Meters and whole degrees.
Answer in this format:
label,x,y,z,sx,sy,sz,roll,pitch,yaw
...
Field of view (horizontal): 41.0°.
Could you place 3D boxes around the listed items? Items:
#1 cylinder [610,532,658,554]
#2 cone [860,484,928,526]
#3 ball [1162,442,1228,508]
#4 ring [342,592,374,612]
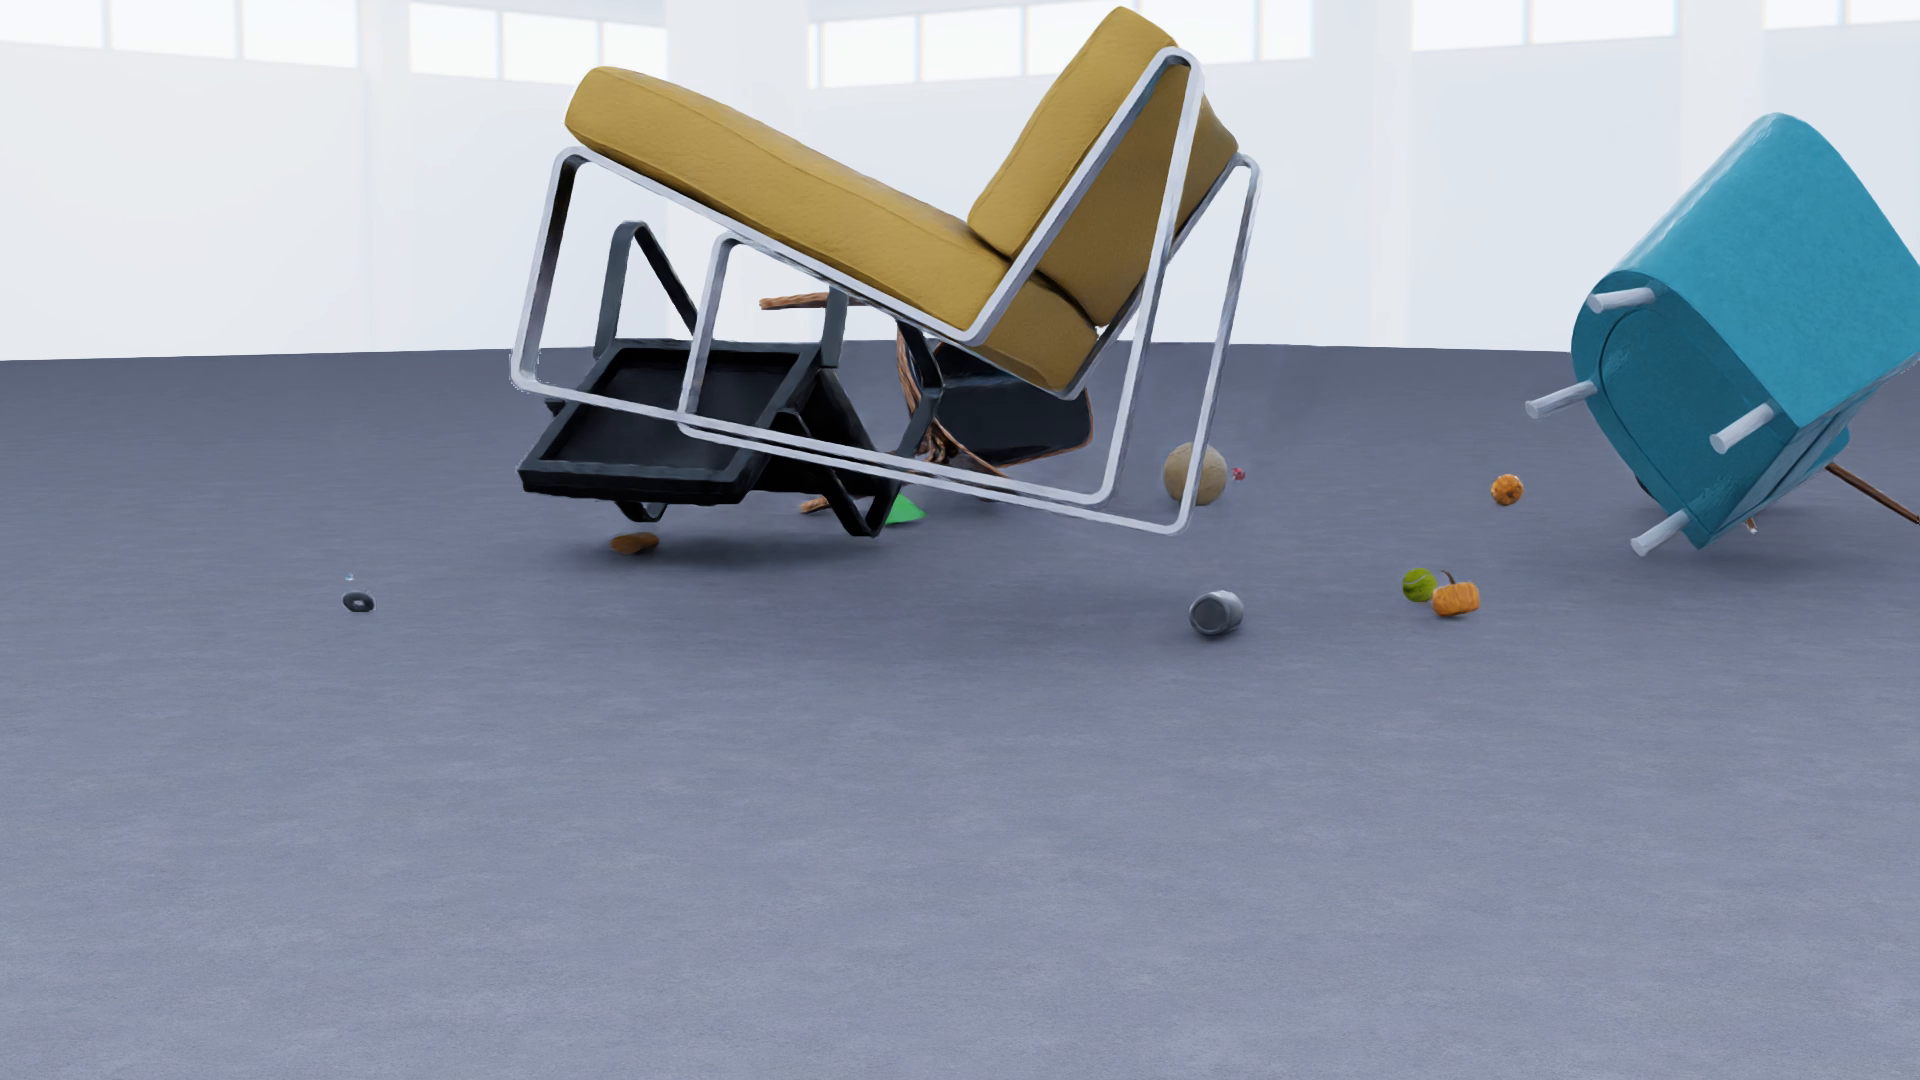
label,x,y,z,sx,sy,sz,roll,pitch,yaw
cylinder,-0.778,0.007,6.138,0.082,0.043,0.093,1,6,18
cone,-0.182,-0.101,6.801,0.170,0.096,0.187,-3,8,42
ball,0.671,-0.187,7.315,0.186,0.186,0.186,0,6,0
ring,-1.177,0.121,5.018,0.046,0.016,0.078,-39,-35,12
